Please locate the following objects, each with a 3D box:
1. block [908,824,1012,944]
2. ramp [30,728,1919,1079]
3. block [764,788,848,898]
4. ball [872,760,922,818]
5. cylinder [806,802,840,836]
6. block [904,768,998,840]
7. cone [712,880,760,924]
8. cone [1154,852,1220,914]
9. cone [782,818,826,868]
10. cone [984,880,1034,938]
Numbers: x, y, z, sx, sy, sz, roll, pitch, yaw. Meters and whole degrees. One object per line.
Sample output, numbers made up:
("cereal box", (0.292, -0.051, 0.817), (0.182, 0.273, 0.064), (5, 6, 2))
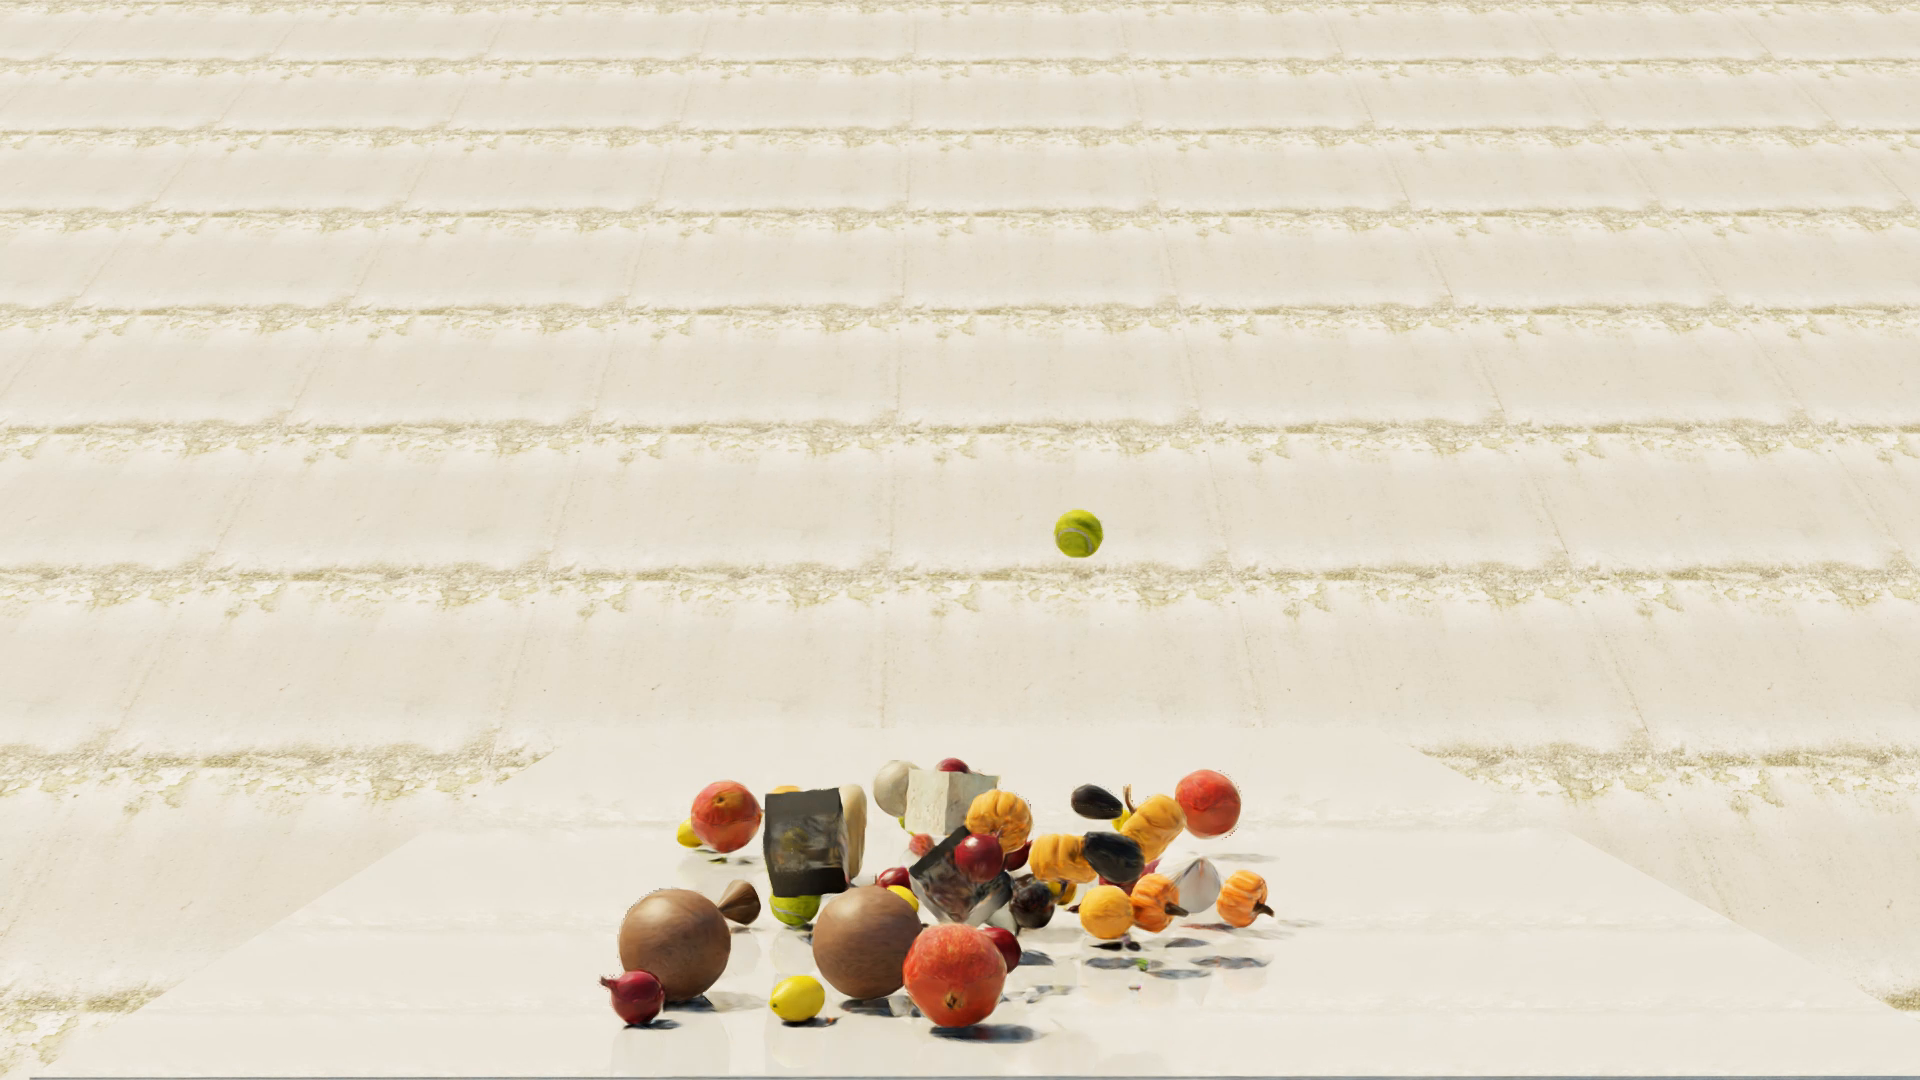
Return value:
("block", (0.001, 0.439, 3.292), (0.092, 0.092, 0.092), (-38, 69, -14))
("ramp", (0.062, 0.559, 4.597), (2.000, 0.100, 4.000), (0, 1, 0))
("block", (-0.204, 0.404, 3.437), (0.099, 0.099, 0.099), (-5, 46, 3))
("ball", (-0.089, 0.374, 3.879), (0.086, 0.086, 0.086), (0, 28, 0))
("cylinder", (-0.219, 0.478, 4.361), (0.067, 0.067, 0.067), (0, 26, -20))
("block", (-0.013, 0.378, 3.695), (0.091, 0.091, 0.091), (10, -8, -38))
("cone", (-0.314, 0.496, 3.480), (0.064, 0.064, 0.064), (19, 19, 33))
("cone", (0.317, 0.447, 3.501), (0.093, 0.093, 0.093), (4, 60, -6))
("cone", (-0.256, 0.461, 4.036), (0.074, 0.074, 0.074), (-32, 20, 14))
("cone", (0.067, 0.509, 3.446), (0.079, 0.079, 0.079), (-5, 28, -9))
